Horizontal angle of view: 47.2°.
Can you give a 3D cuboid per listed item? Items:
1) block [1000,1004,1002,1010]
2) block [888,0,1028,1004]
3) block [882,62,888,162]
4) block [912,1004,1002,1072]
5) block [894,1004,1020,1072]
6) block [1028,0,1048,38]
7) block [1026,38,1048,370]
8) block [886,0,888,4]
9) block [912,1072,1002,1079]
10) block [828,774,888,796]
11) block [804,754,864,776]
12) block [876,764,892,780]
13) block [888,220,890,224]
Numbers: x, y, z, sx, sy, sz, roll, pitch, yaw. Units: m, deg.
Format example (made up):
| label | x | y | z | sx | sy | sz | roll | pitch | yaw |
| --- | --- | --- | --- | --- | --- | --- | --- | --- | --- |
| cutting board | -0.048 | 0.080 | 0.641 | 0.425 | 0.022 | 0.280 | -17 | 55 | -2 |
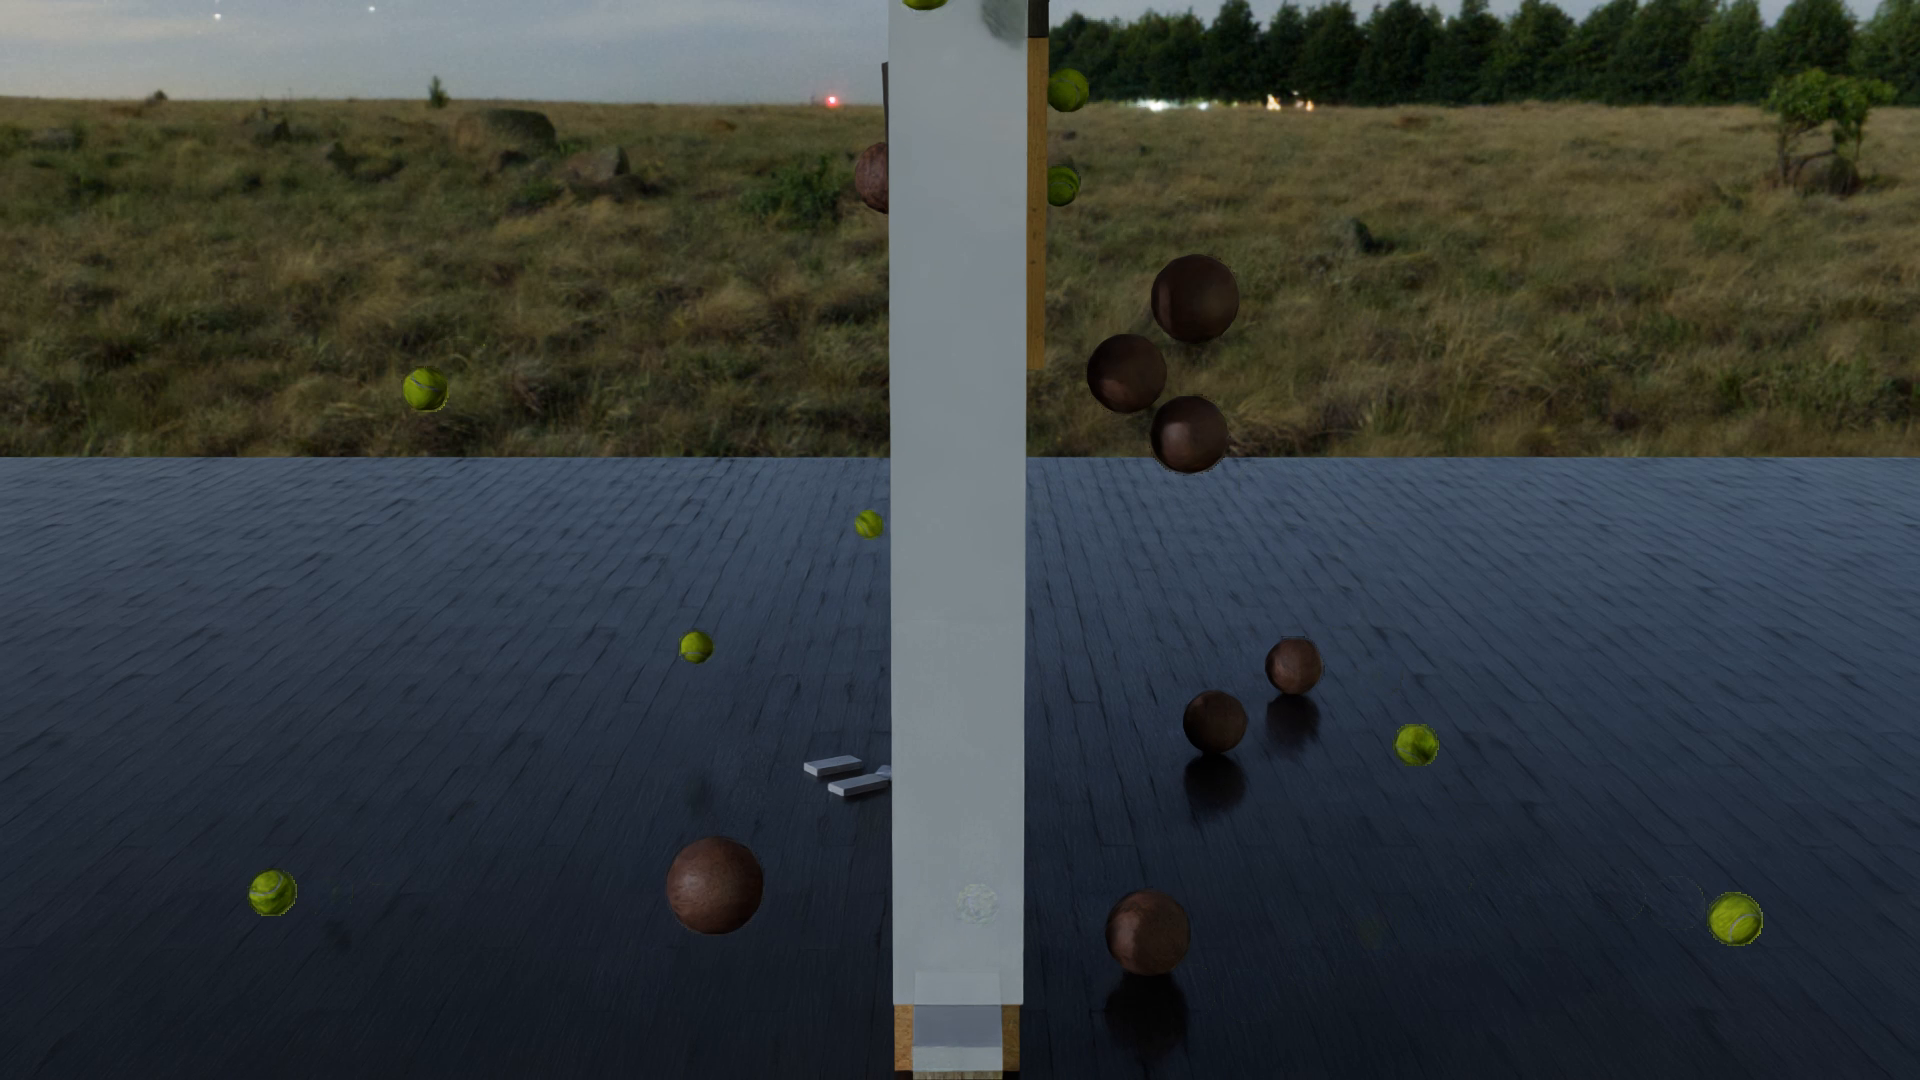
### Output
| label | x | y | z | sx | sy | sz | roll | pitch | yaw |
| --- | --- | --- | --- | --- | --- | --- | --- | --- | --- |
| block | 0.001 | 0.293 | 2.686 | 0.108 | 0.942 | 0.031 | 0 | 11 | -1 |
| block | -0.002 | -0.184 | 2.501 | 0.154 | 1.477 | 0.044 | 0 | 9 | 0 |
| block | -0.072 | -0.556 | 3.324 | 0.072 | 0.328 | 0.020 | -1 | 10 | 10 |
| block | -0.003 | 0.567 | 2.585 | 0.103 | 0.029 | 0.205 | 0 | 11 | 0 |
| block | -0.004 | 0.548 | 2.969 | 0.169 | 0.337 | 0.048 | 0 | 11 | 0 |
| block | 0.010 | -0.627 | 2.661 | 0.168 | 0.048 | 0.336 | 0 | 10 | -2 |
| block | 0.016 | -0.395 | 2.589 | 0.168 | 0.383 | 0.048 | 0 | 11 | -2 |
| block | -0.052 | -1.006 | 3.597 | 0.155 | 0.393 | 0.044 | -4 | 12 | -1 |
| block | -0.003 | 0.694 | 2.544 | 0.103 | 0.205 | 0.029 | 0 | 11 | 0 |
| block | -0.197 | 0.474 | 4.254 | 0.105 | 0.015 | 0.053 | -8 | 13 | -37 |
| block | -0.252 | 0.450 | 4.384 | 0.105 | 0.015 | 0.053 | -7 | 13 | -33 |
| block | -0.109 | 0.460 | 4.328 | 0.105 | 0.015 | 0.053 | 2 | 11 | 11 |
| block | -0.023 | -0.379 | 3.503 | 0.176 | 0.353 | 0.050 | -1 | 13 | -1 |
